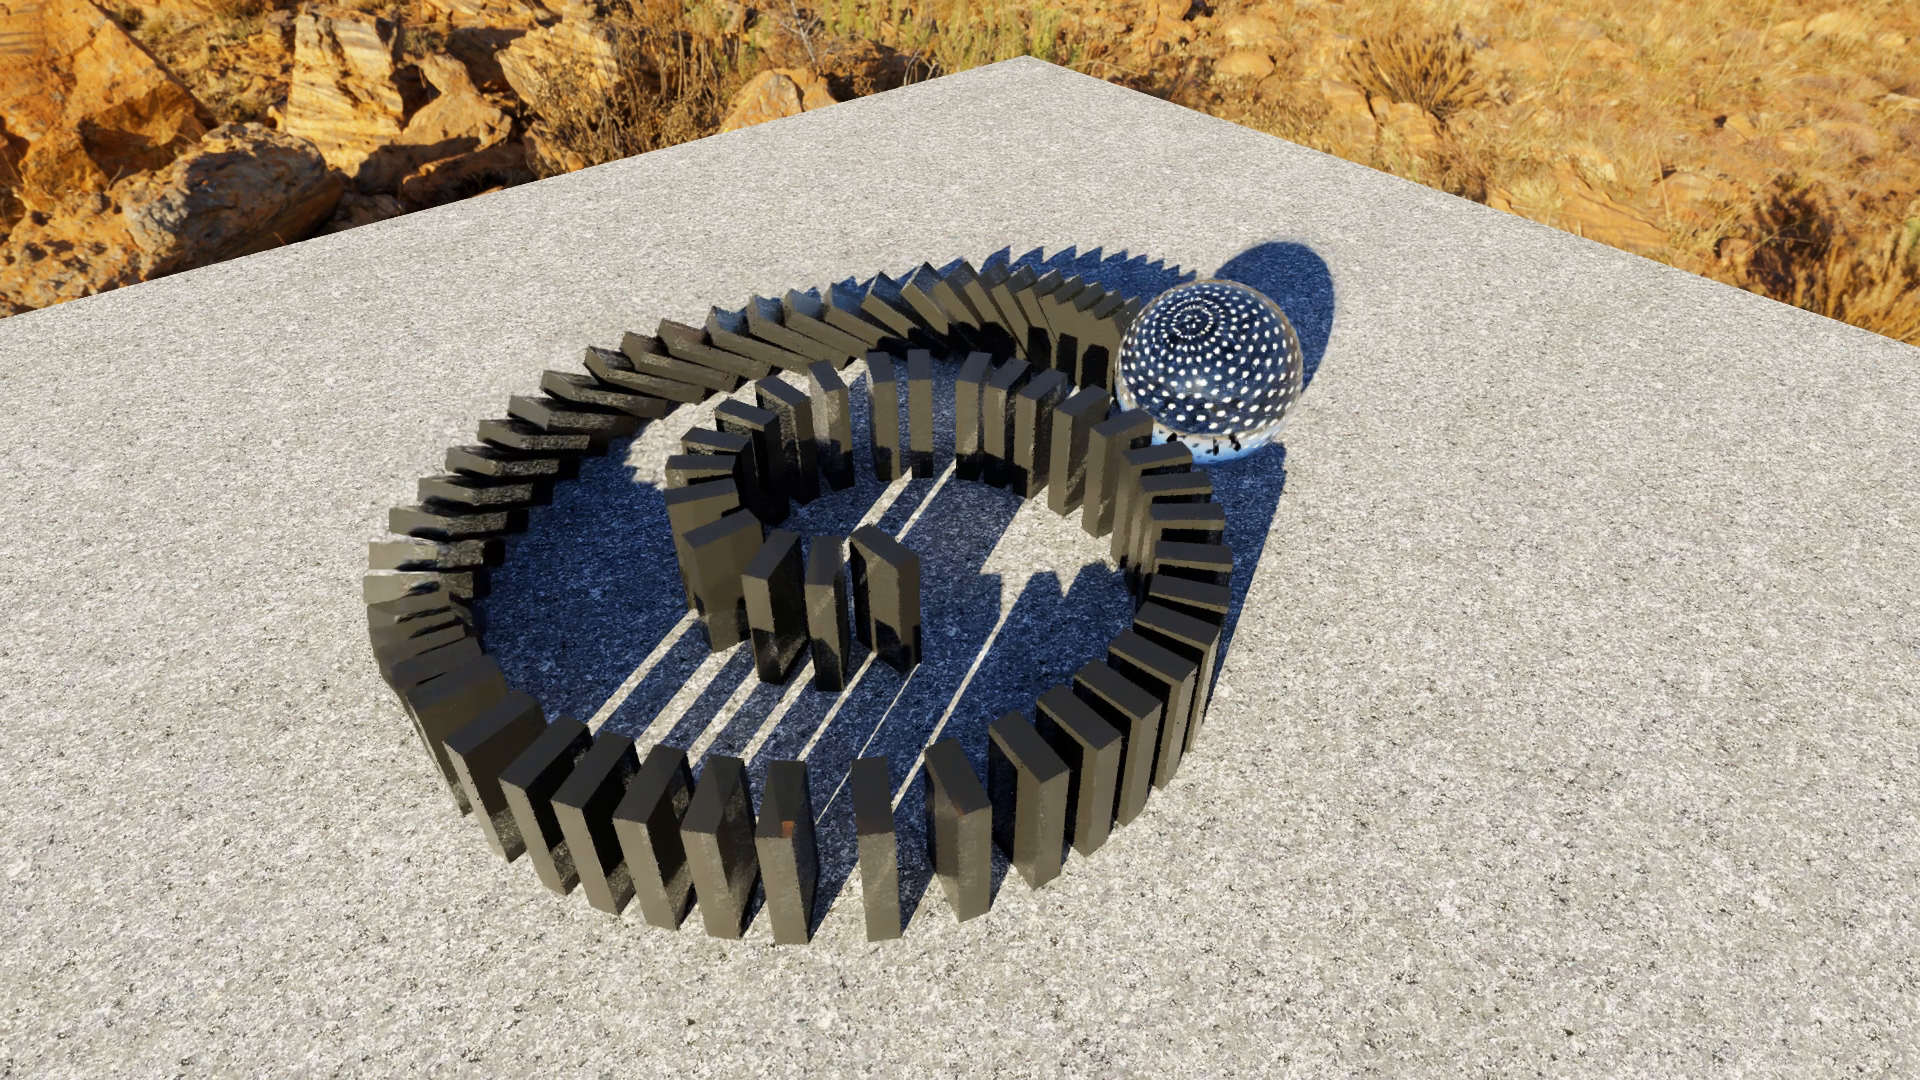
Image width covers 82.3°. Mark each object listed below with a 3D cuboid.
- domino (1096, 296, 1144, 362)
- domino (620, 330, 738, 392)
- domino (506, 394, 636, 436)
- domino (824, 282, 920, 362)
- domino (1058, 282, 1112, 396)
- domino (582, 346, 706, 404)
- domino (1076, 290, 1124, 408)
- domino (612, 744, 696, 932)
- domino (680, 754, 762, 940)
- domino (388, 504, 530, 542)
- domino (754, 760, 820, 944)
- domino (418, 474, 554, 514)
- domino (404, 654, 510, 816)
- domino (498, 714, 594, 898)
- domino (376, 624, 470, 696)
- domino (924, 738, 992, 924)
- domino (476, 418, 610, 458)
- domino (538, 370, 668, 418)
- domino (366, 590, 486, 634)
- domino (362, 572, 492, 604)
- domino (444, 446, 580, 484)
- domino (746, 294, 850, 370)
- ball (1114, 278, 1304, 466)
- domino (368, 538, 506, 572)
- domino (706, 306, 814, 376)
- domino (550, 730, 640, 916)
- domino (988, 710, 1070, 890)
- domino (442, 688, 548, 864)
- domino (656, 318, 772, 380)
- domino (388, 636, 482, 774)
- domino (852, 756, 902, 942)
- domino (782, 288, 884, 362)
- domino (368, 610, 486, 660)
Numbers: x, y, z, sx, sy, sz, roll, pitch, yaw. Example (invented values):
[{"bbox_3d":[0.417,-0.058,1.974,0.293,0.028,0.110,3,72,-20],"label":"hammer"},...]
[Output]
[{"bbox_3d":[0.084,-0.087,0.519,0.010,0.050,0.025,-9,24,47],"label":"domino"},{"bbox_3d":[-0.134,-0.085,0.528,0.050,0.009,0.025,9,25,-42],"label":"domino"},{"bbox_3d":[-0.172,-0.055,0.490,0.025,0.009,0.050,21,12,25],"label":"domino"},{"bbox_3d":[-0.045,-0.110,0.558,0.050,0.010,0.025,23,33,-23],"label":"domino"},{"bbox_3d":[0.068,-0.096,0.532,0.010,0.050,0.025,-9,24,47],"label":"domino"},{"bbox_3d":[-0.149,-0.078,0.519,0.050,0.009,0.025,6,27,-44],"label":"domino"},{"bbox_3d":[0.076,-0.091,0.525,0.009,0.050,0.025,-9,24,47],"label":"domino"},{"bbox_3d":[-0.083,0.084,0.309,0.010,0.050,0.025,9,40,10],"label":"domino"},{"bbox_3d":[-0.065,0.086,0.306,0.009,0.050,0.025,5,40,6],"label":"domino"},{"bbox_3d":[-0.196,-0.008,0.432,0.025,0.010,0.050,10,7,12],"label":"domino"},{"bbox_3d":[-0.047,0.087,0.305,0.009,0.050,0.025,1,39,2],"label":"domino"},{"bbox_3d":[-0.192,-0.020,0.448,0.025,0.009,0.050,12,9,14],"label":"domino"},{"bbox_3d":[-0.149,0.060,0.338,0.025,0.050,0.009,-28,49,-30],"label":"domino"},{"bbox_3d":[-0.114,0.077,0.317,0.009,0.050,0.025,17,42,20],"label":"domino"},{"bbox_3d":[-0.169,0.045,0.358,0.025,0.050,0.009,-17,69,-20],"label":"domino"},{"bbox_3d":[-0.001,0.083,0.311,0.010,0.050,0.025,-15,42,-17],"label":"domino"},{"bbox_3d":[-0.180,-0.044,0.479,0.025,0.010,0.050,20,13,23],"label":"domino"},{"bbox_3d":[-0.163,-0.067,0.505,0.025,0.009,0.050,29,17,33],"label":"domino"},{"bbox_3d":[-0.184,0.028,0.382,0.025,0.050,0.010,-11,82,-13],"label":"domino"},{"bbox_3d":[-0.192,0.017,0.399,0.025,0.009,0.050,-4,-1,-4],"label":"domino"},{"bbox_3d":[-0.187,-0.032,0.463,0.025,0.010,0.050,16,11,19],"label":"domino"},{"bbox_3d":[-0.081,-0.104,0.550,0.050,0.009,0.025,19,30,-30],"label":"domino"},{"bbox_3d":[0.107,-0.072,0.476,0.080,0.080,0.080,0,39,0],"label":"ball"},{"bbox_3d":[-0.196,0.005,0.415,0.025,0.009,0.050,3,2,4],"label":"domino"},{"bbox_3d":[-0.099,-0.098,0.545,0.050,0.010,0.025,15,30,-32],"label":"domino"},{"bbox_3d":[-0.099,0.081,0.313,0.009,0.050,0.025,12,41,15],"label":"domino"},{"bbox_3d":[0.019,0.076,0.319,0.009,0.050,0.025,-22,44,-25],"label":"domino"},{"bbox_3d":[-0.132,0.070,0.326,0.009,0.050,0.025,26,46,28],"label":"domino"},{"bbox_3d":[-0.120,-0.092,0.536,0.050,0.009,0.025,12,24,-37],"label":"domino"},{"bbox_3d":[-0.159,0.053,0.346,0.025,0.050,0.009,-21,55,-23],"label":"domino"},{"bbox_3d":[-0.023,0.087,0.306,0.009,0.050,0.025,-5,40,-6],"label":"domino"},{"bbox_3d":[-0.064,-0.107,0.554,0.050,0.010,0.025,21,30,-27],"label":"domino"},{"bbox_3d":[-0.178,0.036,0.371,0.025,0.050,0.010,-14,79,-16],"label":"domino"}]
